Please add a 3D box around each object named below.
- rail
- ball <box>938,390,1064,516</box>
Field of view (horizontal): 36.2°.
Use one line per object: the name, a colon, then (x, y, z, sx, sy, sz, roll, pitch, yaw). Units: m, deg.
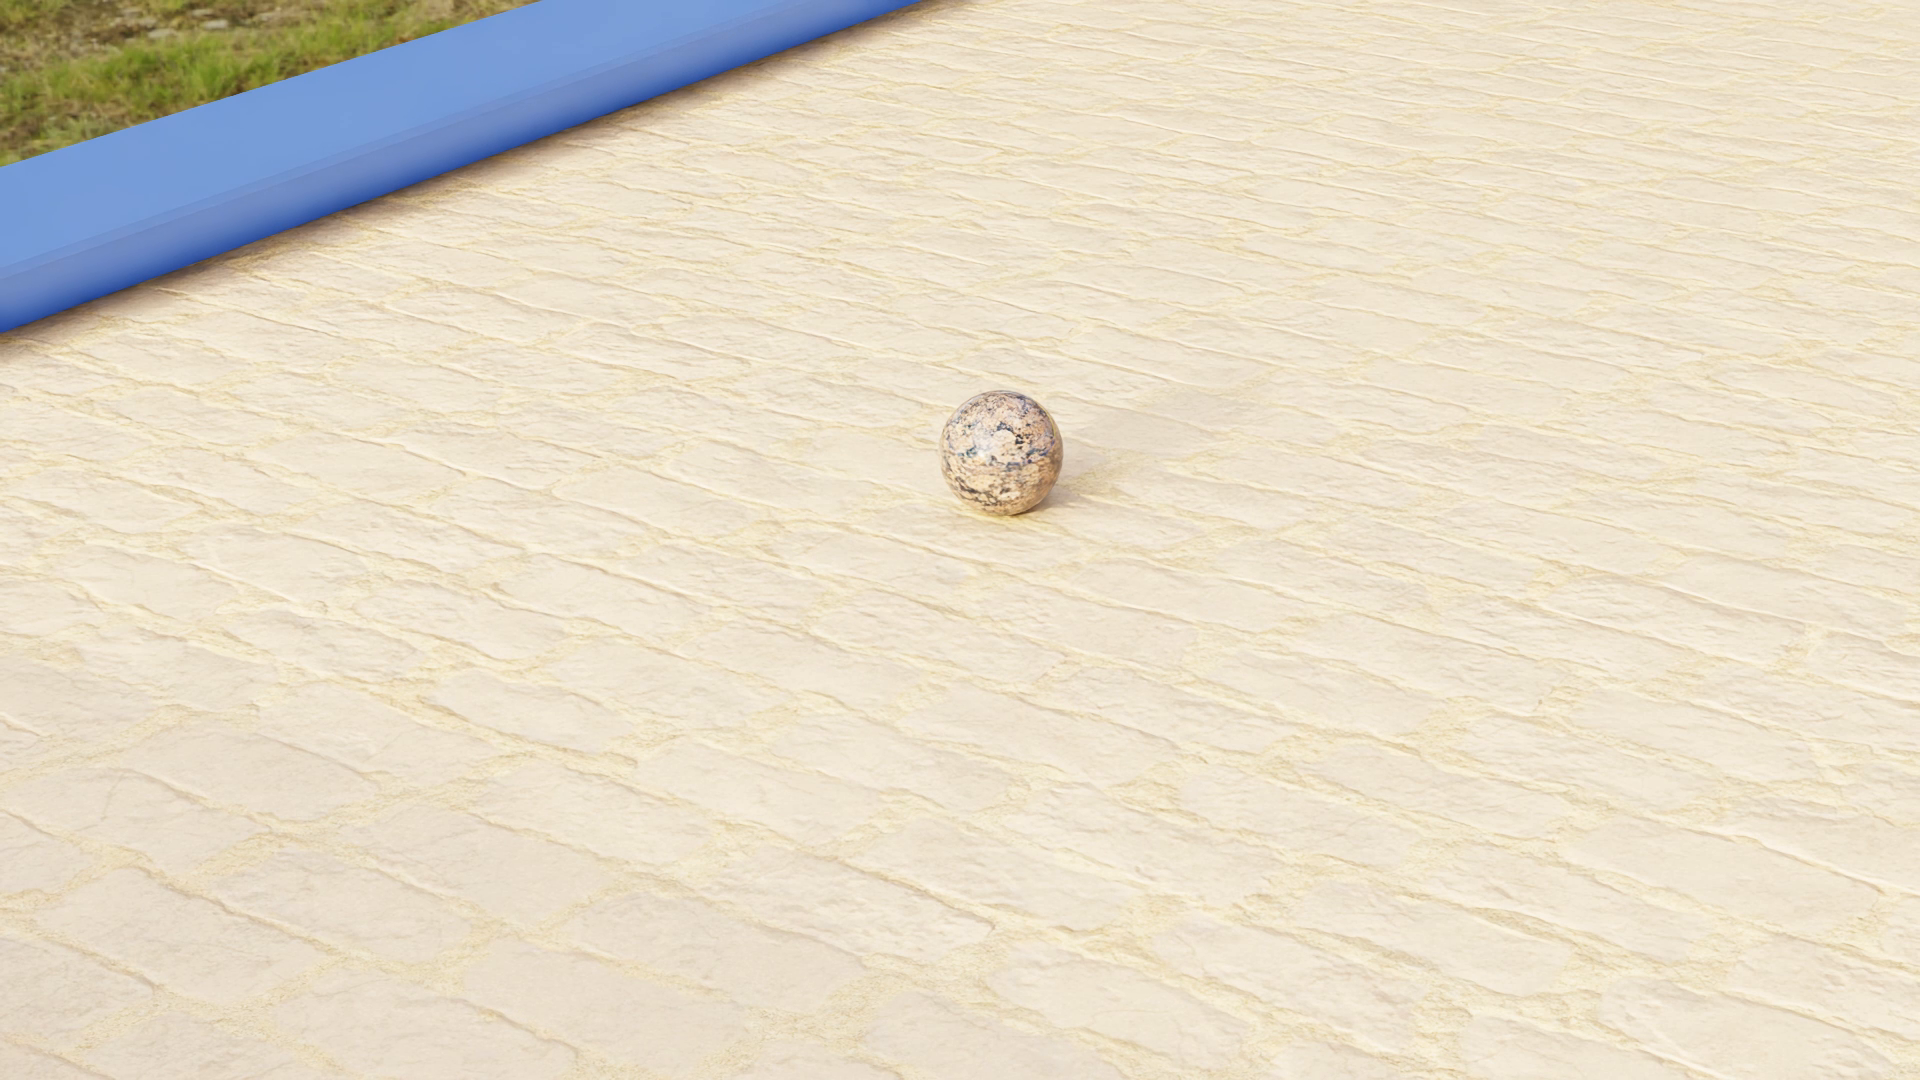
rail: (-0.243, -0.522, 2.948, 0.045, 0.128, 3.505, 15, 29, 30)
ball: (0.028, -0.059, 1.982, 0.085, 0.085, 0.085, 0, 24, 0)
